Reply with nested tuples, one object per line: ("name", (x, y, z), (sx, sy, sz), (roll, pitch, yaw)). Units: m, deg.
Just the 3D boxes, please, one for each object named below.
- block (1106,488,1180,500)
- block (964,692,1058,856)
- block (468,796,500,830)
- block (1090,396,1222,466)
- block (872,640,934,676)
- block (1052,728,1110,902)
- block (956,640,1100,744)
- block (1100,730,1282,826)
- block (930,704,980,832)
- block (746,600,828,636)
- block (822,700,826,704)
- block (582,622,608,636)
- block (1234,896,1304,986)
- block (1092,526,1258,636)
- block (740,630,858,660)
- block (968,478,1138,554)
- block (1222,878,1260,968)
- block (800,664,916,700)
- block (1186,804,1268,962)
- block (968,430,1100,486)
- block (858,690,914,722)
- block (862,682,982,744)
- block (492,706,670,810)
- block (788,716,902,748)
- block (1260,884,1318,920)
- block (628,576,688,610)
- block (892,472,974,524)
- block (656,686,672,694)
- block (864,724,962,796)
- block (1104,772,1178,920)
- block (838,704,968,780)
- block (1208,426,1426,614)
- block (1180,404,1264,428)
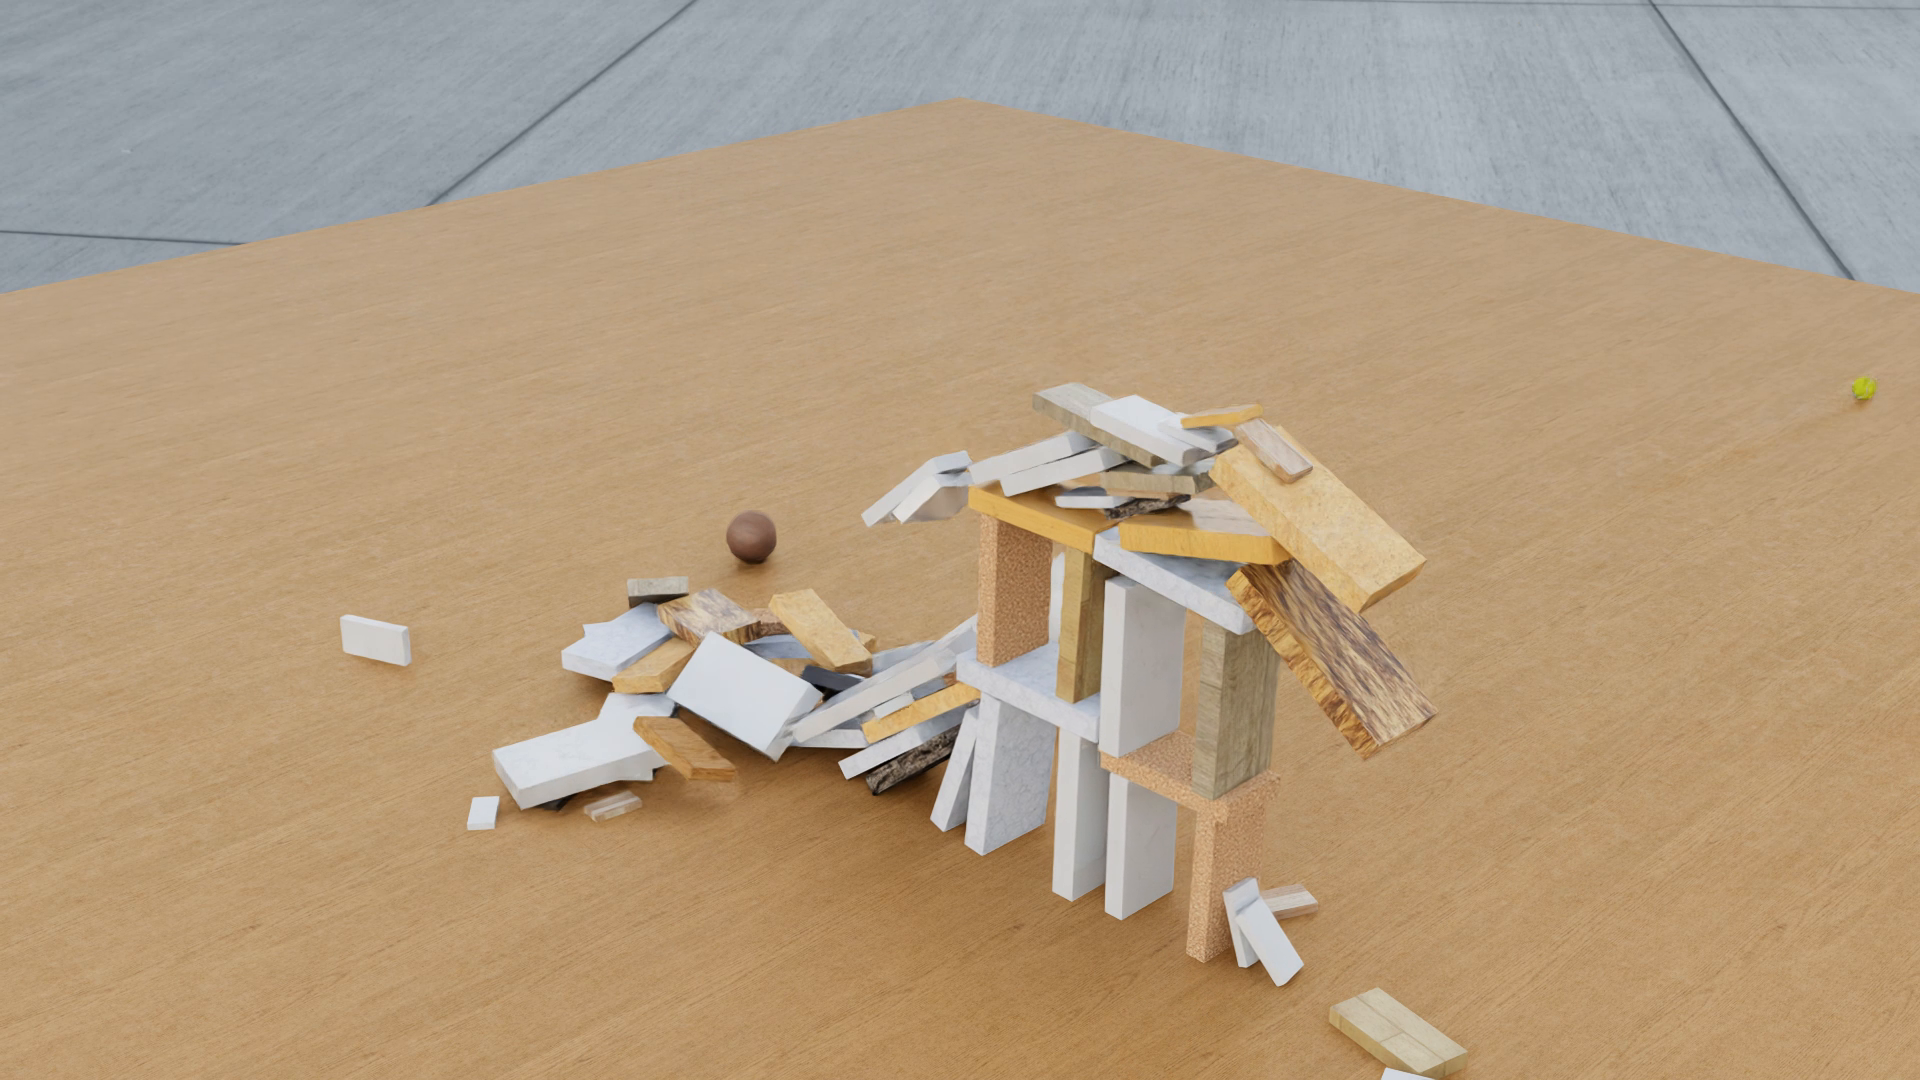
("block", (0.331, -0.093, 3.830), (0.071, 0.020, 0.142), (-21, 18, -40))
("block", (0.105, 0.428, 4.292), (0.178, 0.355, 0.050), (-21, 38, -40))
("block", (-0.962, 0.552, 4.442), (0.053, 0.015, 0.105), (-2, 23, -5))
("block", (0.338, -0.189, 3.770), (0.107, 0.030, 0.214), (-19, 35, -39))
("block", (-0.122, 0.282, 4.877), (0.025, 0.088, 0.176), (6, 11, 42))
("block", (0.260, 0.489, 4.153), (0.050, 0.356, 0.178), (23, 32, 39))
("block", (0.181, 0.270, 4.145), (0.355, 0.050, 0.178), (22, 31, 40))
("block", (0.414, 0.416, 3.964), (0.149, 0.042, 0.297), (-21, 30, -40))
("block", (0.043, 0.435, 4.356), (0.150, 0.301, 0.043), (-21, 51, -40))
("block", (-0.418, 0.188, 5.146), (0.226, 0.032, 0.113), (-7, 17, -3))
("block", (-0.372, 0.382, 4.731), (0.198, 0.028, 0.099), (-10, 9, 25))
("block", (-0.718, 0.233, 5.156), (0.309, 0.044, 0.154), (-6, 24, -14))
("block", (0.551, 0.715, 3.919), (0.020, 0.143, 0.072), (-34, -4, 41))
("block", (0.412, 0.052, 3.807), (0.168, 0.048, 0.337), (-21, 37, -40))
("block", (-0.387, 0.242, 5.006), (0.283, 0.040, 0.141), (-5, 5, 32))
("block", (0.178, -0.058, 4.008), (0.153, 0.043, 0.307), (-21, 31, -41))
("block", (0.517, 0.688, 3.958), (0.072, 0.143, 0.020), (-21, 12, -40))
("block", (-0.197, 0.355, 4.744), (0.286, 0.143, 0.041), (13, 61, 28))
("block", (0.481, 0.600, 3.964), (0.148, 0.297, 0.042), (-21, 33, -40))
("block", (0.151, -0.161, 3.982), (0.132, 0.037, 0.264), (-22, 4, -42))
("block", (-0.152, 0.337, 4.444), (0.084, 0.024, 0.168), (-26, 0, -16))
("block", (-0.038, 0.325, 4.427), (0.301, 0.043, 0.150), (-25, -3, 30))
("block", (-0.770, 0.445, 4.538), (0.344, 0.049, 0.172), (-16, 29, -24))
("block", (-0.240, 0.396, 4.654), (0.143, 0.041, 0.286), (-21, 11, -40))
("block", (0.591, 0.683, 4.124), (0.143, 0.020, 0.072), (-8, 24, -18))
("block", (-0.718, 0.128, 5.231), (0.139, 0.040, 0.279), (-3, -8, -8))
("block", (-0.038, -0.082, 4.235), (0.031, 0.108, 0.217), (52, 20, 13))
("block", (-0.619, 0.303, 4.957), (0.099, 0.028, 0.198), (-8, 17, 6))
("block", (-0.053, 0.430, 4.459), (0.150, 0.043, 0.301), (-21, -9, -40))
("block", (0.339, 0.545, 4.095), (0.042, 0.297, 0.148), (22, 31, 40))
("block", (-0.114, 0.415, 4.522), (0.143, 0.041, 0.286), (-21, -6, -40))
("block", (0.579, -0.037, 3.572), (0.168, 0.048, 0.337), (-25, 62, -42))
("block", (0.436, -0.206, 3.667), (0.063, 0.018, 0.126), (-21, 11, -40))
